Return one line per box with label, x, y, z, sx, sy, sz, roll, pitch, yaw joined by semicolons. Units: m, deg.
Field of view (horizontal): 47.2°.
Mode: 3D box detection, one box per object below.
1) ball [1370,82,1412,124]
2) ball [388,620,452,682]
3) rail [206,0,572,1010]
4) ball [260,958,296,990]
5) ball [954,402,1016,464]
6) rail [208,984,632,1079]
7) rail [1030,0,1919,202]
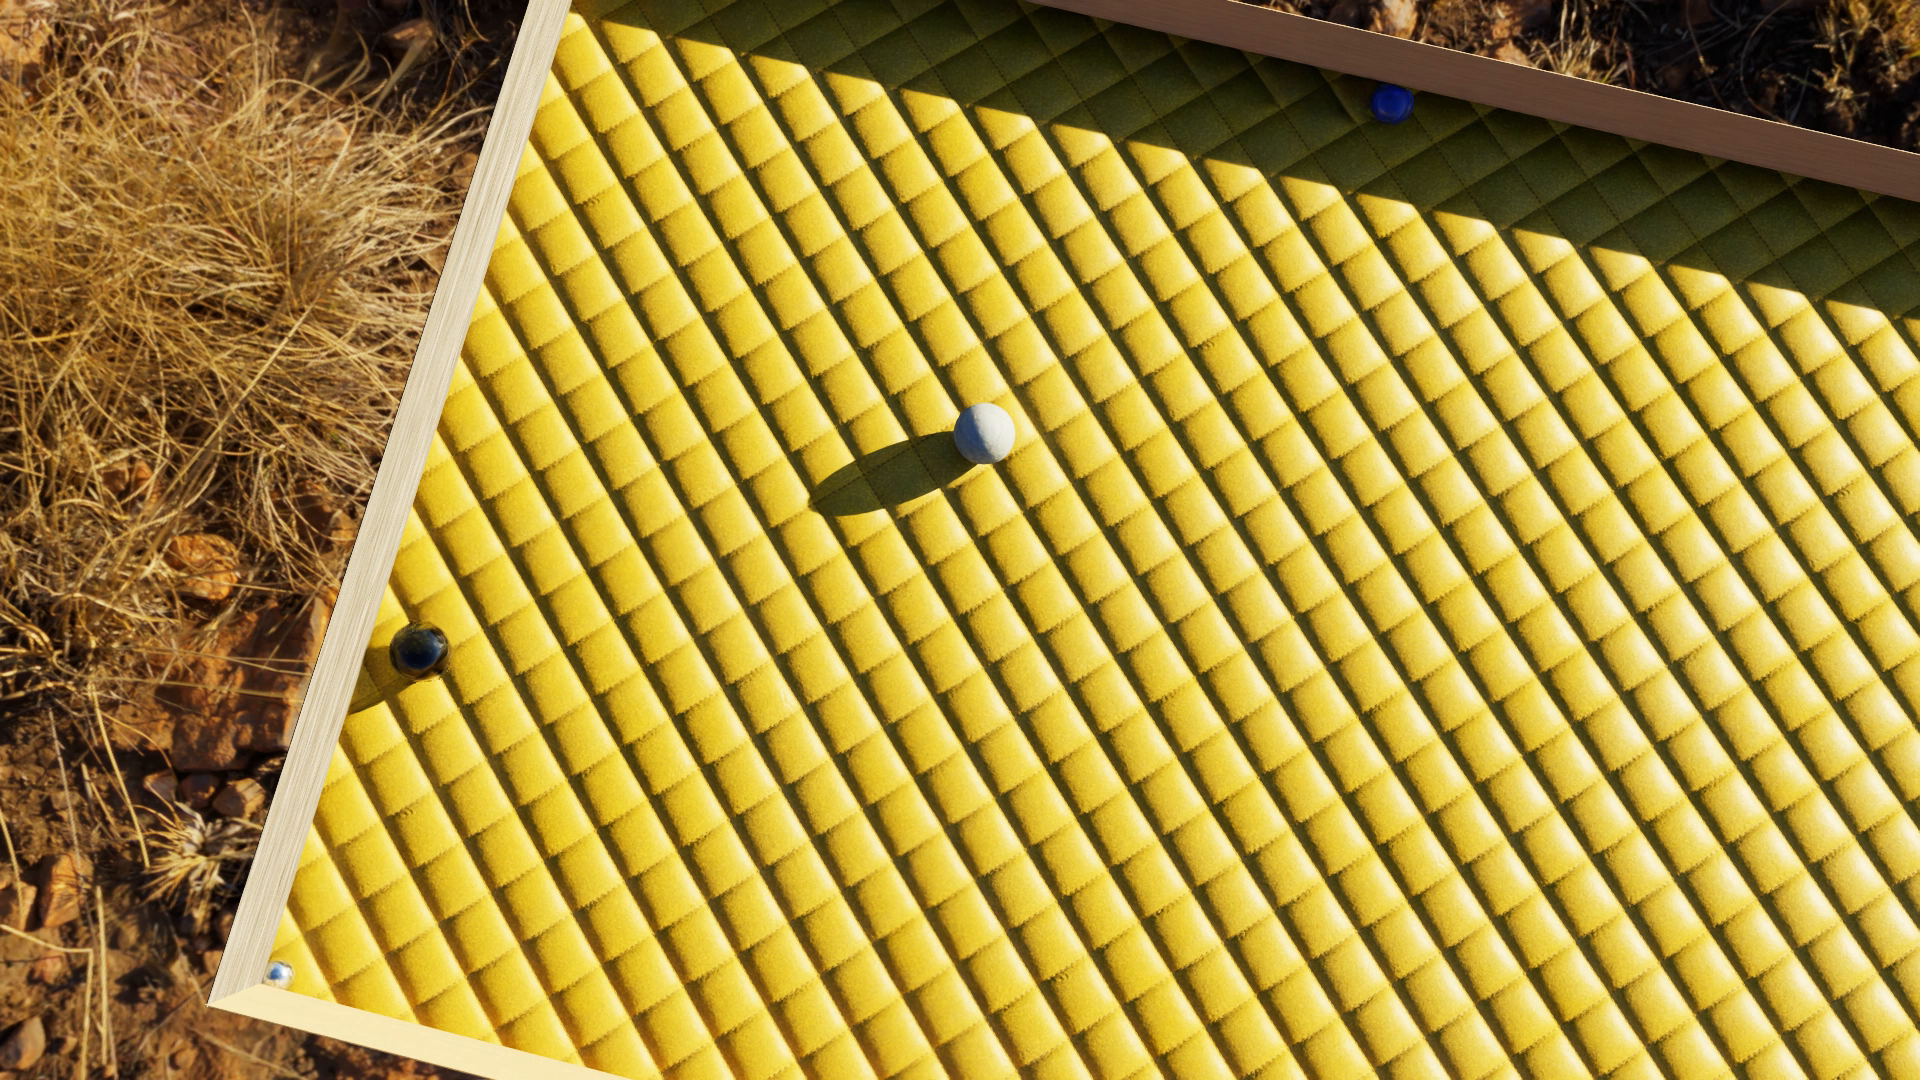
ball;0.686;-0.695;3.502;0.064;0.064;0.064;0;76;0
ball;-0.804;0.166;3.278;0.091;0.091;0.091;0;76;0
rail;-0.812;-0.201;3.350;0.045;0.124;1.854;13;77;3
ball;-0.989;0.633;3.183;0.052;0.052;0.052;0;76;0
ball;0.037;-0.162;3.356;0.095;0.095;0.095;0;76;0
rail;0.618;1.046;3.045;3.439;0.124;0.045;13;77;3
rail;1.051;-0.658;3.461;3.439;0.124;0.045;13;77;3
